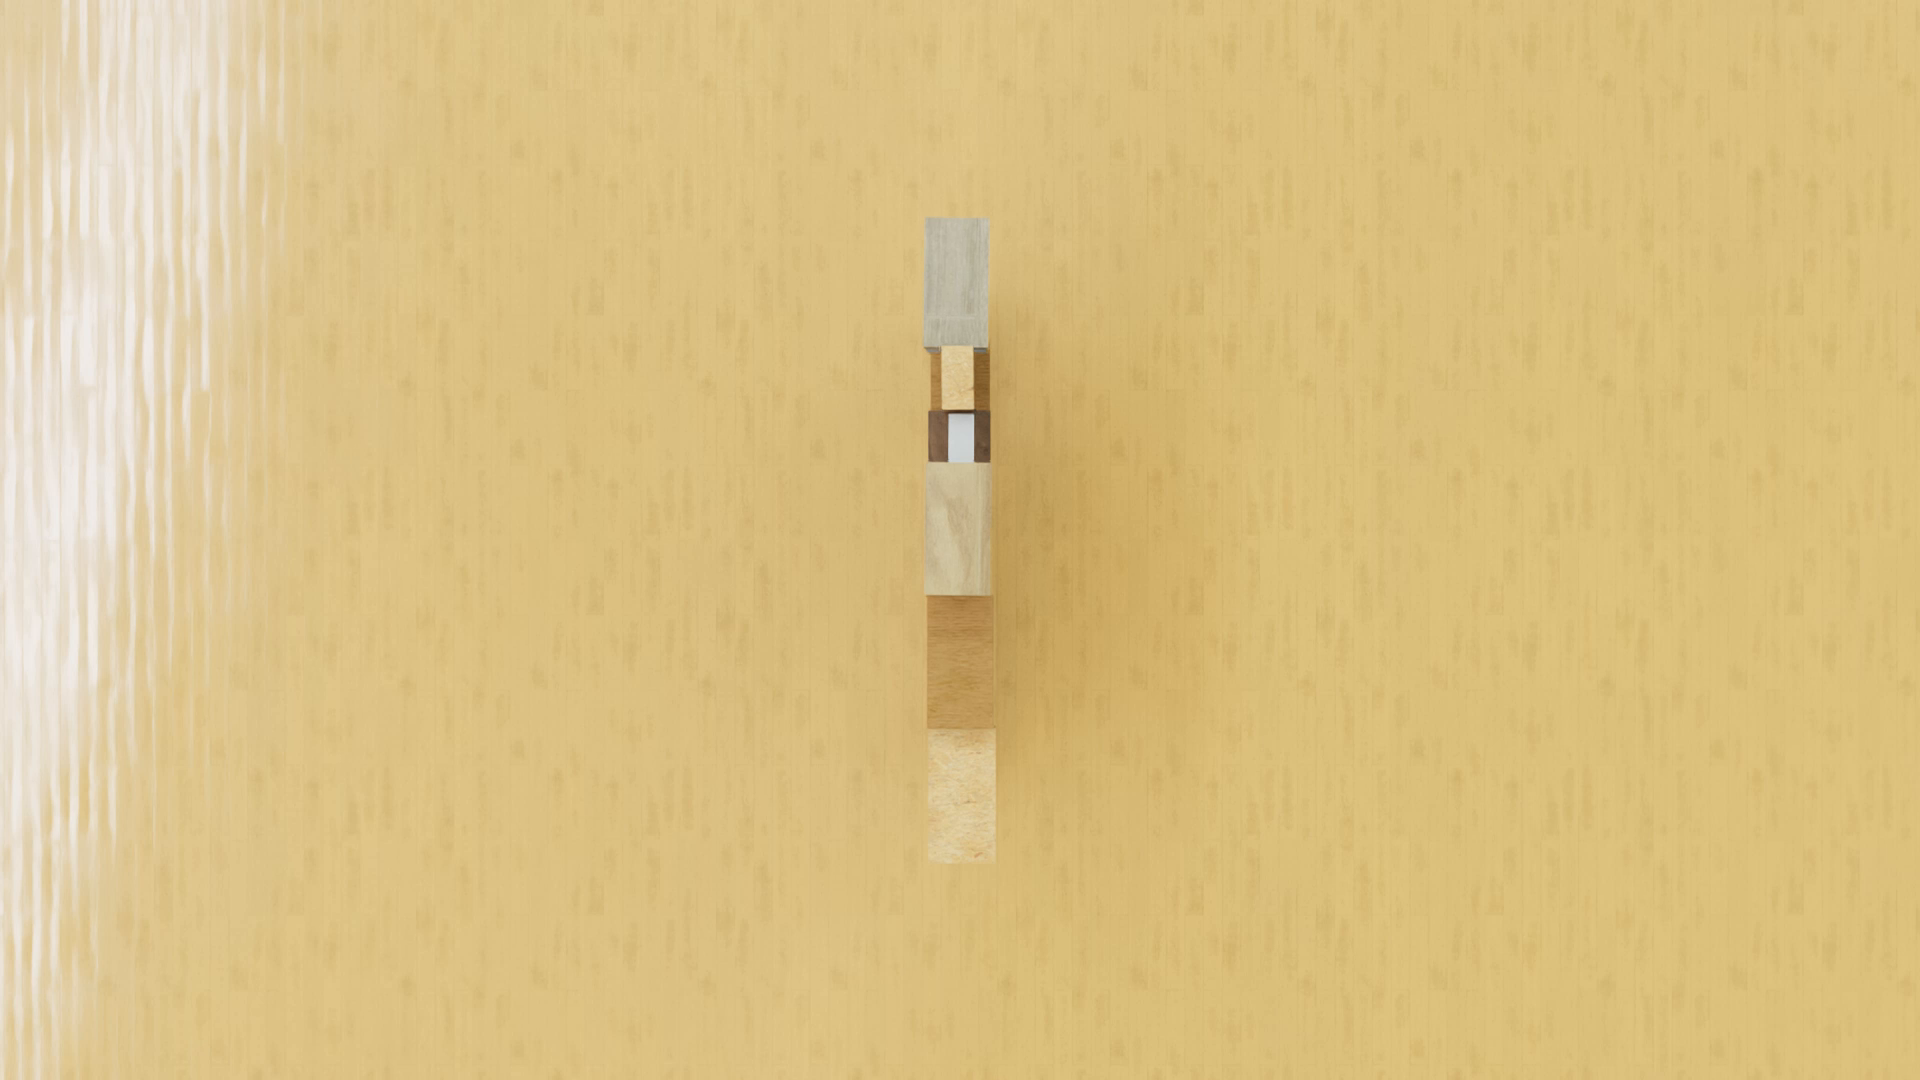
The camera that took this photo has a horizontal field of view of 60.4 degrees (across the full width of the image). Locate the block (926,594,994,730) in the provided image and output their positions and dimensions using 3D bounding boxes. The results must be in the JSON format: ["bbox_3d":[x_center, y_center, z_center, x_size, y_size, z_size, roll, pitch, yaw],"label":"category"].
[{"bbox_3d":[0.001,0.305,4.140,0.167,0.047,0.333,0,90,0],"label":"block"}]

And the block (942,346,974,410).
[{"bbox_3d":[-0.006,-0.409,4.164,0.080,0.023,0.160,-1,90,0],"label":"block"}]

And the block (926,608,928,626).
[{"bbox_3d":[0.000,0.194,4.331,0.167,0.333,0.047,0,90,0],"label":"block"}]

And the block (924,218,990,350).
[{"bbox_3d":[-0.009,-0.657,4.227,0.165,0.047,0.330,1,90,0],"label":"block"}]

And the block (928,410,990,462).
[{"bbox_3d":[-0.001,-0.176,4.359,0.164,0.047,0.329,0,90,0],"label":"block"}]

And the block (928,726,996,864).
[{"bbox_3d":[0.005,0.648,4.205,0.171,0.049,0.343,0,90,0],"label":"block"}]

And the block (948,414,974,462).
[{"bbox_3d":[0.003,-0.256,4.199,0.064,0.018,0.128,0,90,0],"label":"block"}]

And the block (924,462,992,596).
[{"bbox_3d":[-0.005,-0.027,3.994,0.160,0.045,0.320,1,90,0],"label":"block"}]

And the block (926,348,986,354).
[{"bbox_3d":[-0.011,-0.545,4.416,0.165,0.330,0.047,1,90,0],"label":"block"}]

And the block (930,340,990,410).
[{"bbox_3d":[0.001,-0.404,4.735,0.170,0.048,0.339,0,90,0],"label":"block"}]

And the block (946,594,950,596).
[{"bbox_3d":[0.004,0.096,4.512,0.104,0.029,0.208,0,90,0],"label":"block"}]
